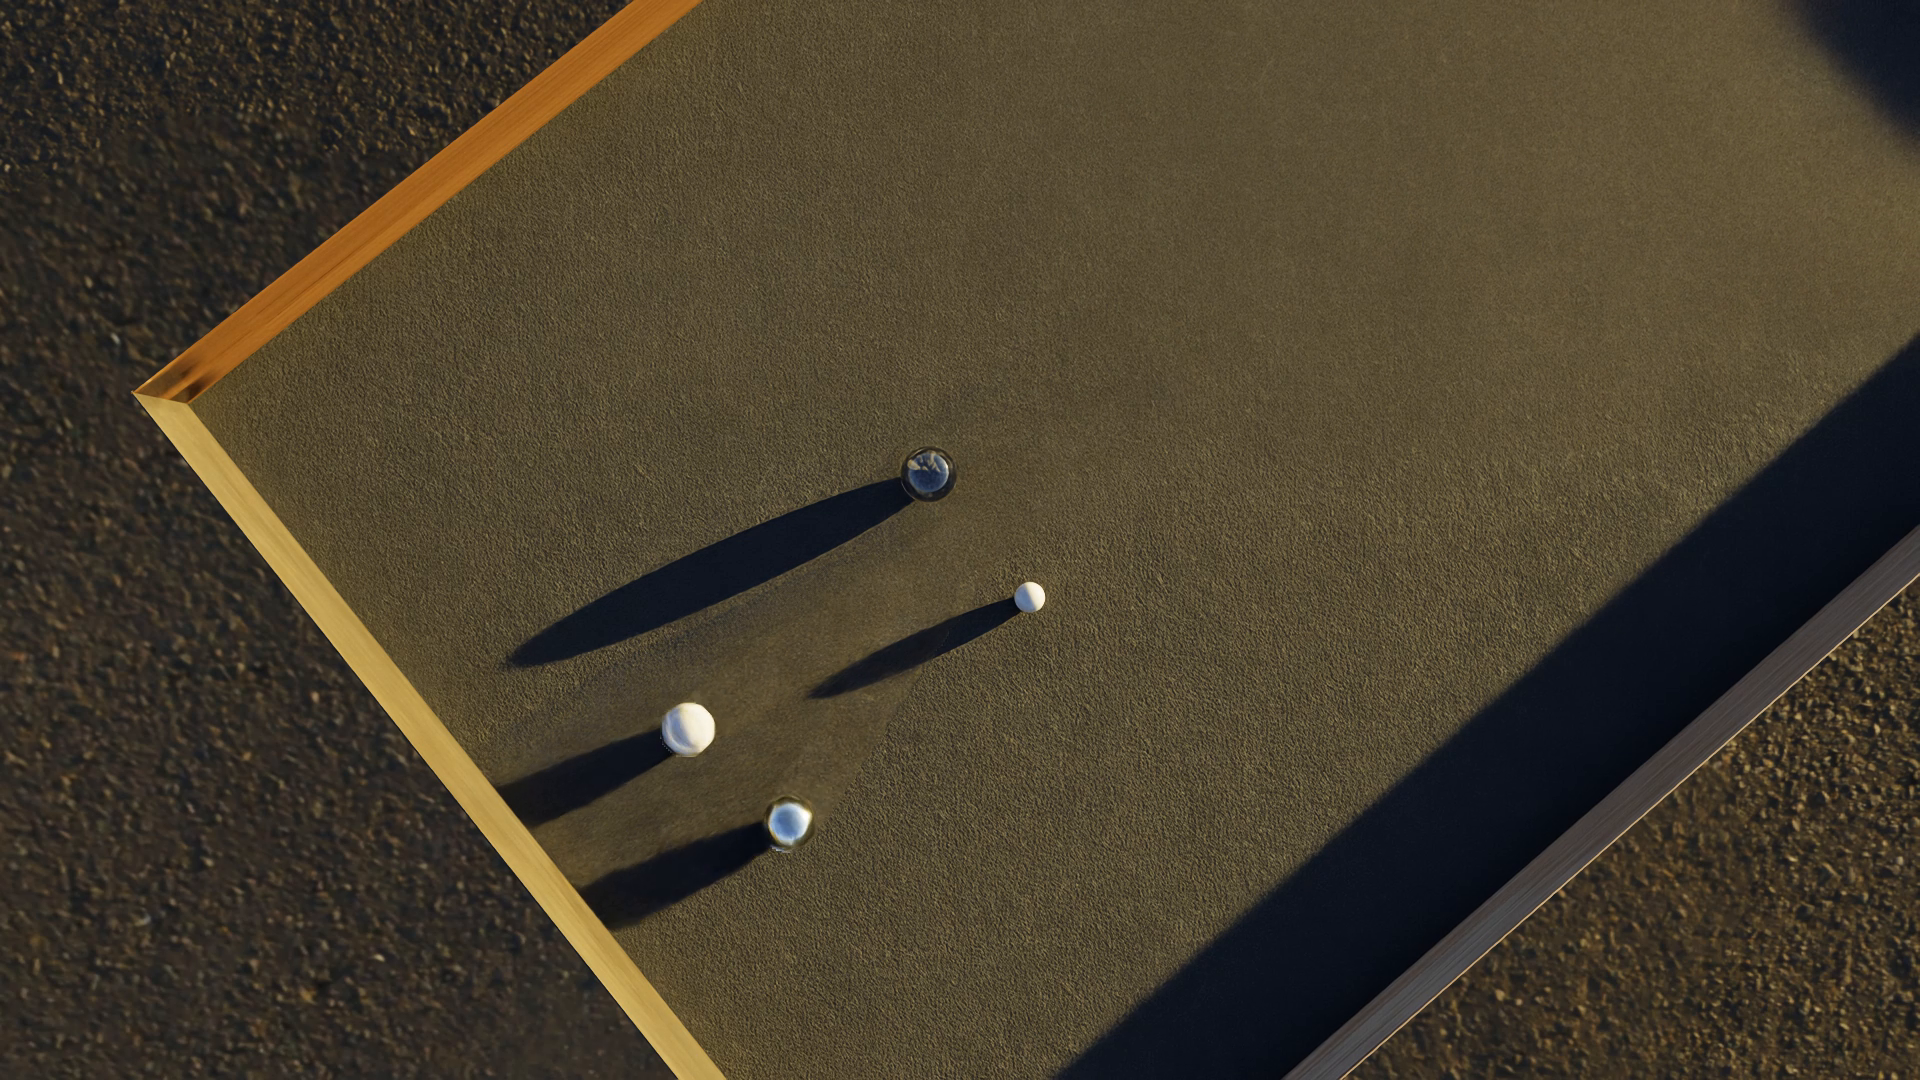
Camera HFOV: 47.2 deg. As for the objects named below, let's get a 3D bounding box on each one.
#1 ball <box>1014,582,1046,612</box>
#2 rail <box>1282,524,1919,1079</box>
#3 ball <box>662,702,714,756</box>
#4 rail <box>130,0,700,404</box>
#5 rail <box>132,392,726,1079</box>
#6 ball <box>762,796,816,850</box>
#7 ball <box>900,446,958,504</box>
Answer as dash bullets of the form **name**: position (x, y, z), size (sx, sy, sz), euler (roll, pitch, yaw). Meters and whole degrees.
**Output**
- **ball**: position (0.104, 0.085, 3.268), size (0.046, 0.046, 0.046), euler (0, 82, 0)
- **rail**: position (1.201, 0.184, 3.219), size (3.205, 0.111, 0.045), euler (-40, 84, -5)
- **ball**: position (-0.398, 0.277, 3.224), size (0.078, 0.078, 0.078), euler (0, 82, 0)
- **rail**: position (0.029, -1.206, 3.422), size (3.205, 0.111, 0.045), euler (-40, 84, -5)
- **rail**: position (-0.597, 0.490, 3.175), size (0.045, 0.111, 1.876), euler (-40, 84, -5)
- **ball**: position (-0.248, 0.412, 3.203), size (0.080, 0.080, 0.080), euler (0, 82, 0)
- **ball**: position (-0.046, -0.098, 3.274), size (0.086, 0.086, 0.086), euler (0, 82, 0)
